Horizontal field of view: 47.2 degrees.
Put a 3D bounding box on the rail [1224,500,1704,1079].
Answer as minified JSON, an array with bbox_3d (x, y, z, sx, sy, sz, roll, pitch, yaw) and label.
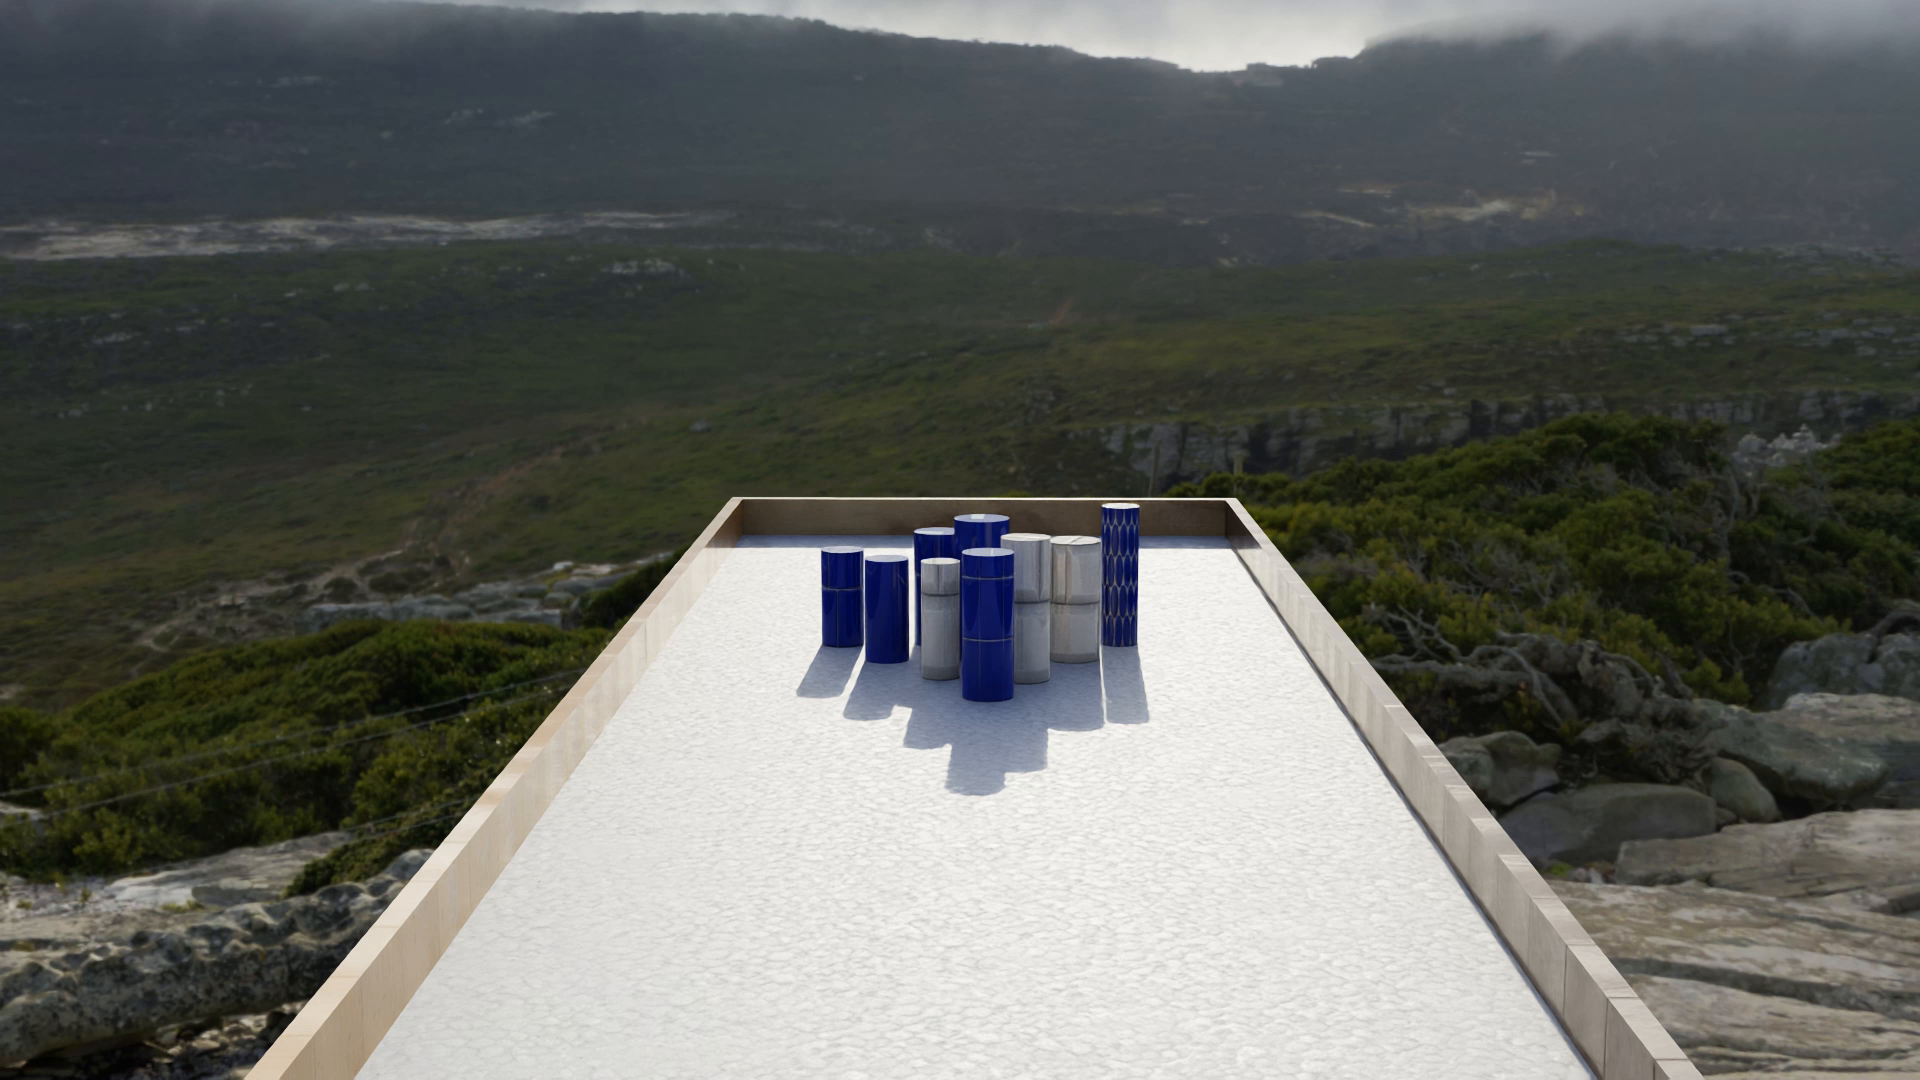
[{"bbox_3d":[1.046,0.843,3.208,0.050,0.150,12.000,0,9,1],"label":"rail"}]

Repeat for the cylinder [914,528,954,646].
[{"bbox_3d":[-0.066,0.148,6.934,0.158,0.357,0.158,0,9,0],"label":"cylinder"}]

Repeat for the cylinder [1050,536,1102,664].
[{"bbox_3d":[0.345,0.181,6.701,0.167,0.366,0.167,0,9,0],"label":"cylinder"}]

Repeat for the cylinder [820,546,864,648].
[{"bbox_3d":[-0.369,0.178,6.923,0.136,0.301,0.136,0,9,0],"label":"cylinder"}]

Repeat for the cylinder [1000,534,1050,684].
[{"bbox_3d":[0.190,0.199,6.406,0.146,0.421,0.146,0,9,0],"label":"cylinder"}]

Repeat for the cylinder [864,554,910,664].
[{"bbox_3d":[-0.222,0.209,6.689,0.136,0.313,0.136,0,9,0],"label":"cylinder"}]

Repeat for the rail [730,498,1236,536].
[{"bbox_3d":[0.099,-0.098,9.147,2.100,0.150,0.050,0,9,1],"label":"rail"}]

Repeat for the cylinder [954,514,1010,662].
[{"bbox_3d":[0.066,0.147,6.703,0.169,0.432,0.169,0,9,0],"label":"cylinder"}]

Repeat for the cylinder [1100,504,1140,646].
[{"bbox_3d":[0.502,0.110,6.918,0.119,0.438,0.119,0,9,0],"label":"cylinder"}]

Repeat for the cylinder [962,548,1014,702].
[{"bbox_3d":[0.078,0.238,6.185,0.147,0.414,0.147,0,9,0],"label":"cylinder"}]

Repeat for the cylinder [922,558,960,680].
[{"bbox_3d":[-0.057,0.232,6.445,0.114,0.345,0.114,0,9,0],"label":"cylinder"}]

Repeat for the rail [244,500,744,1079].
[{"bbox_3d":[-1.004,0.839,3.234,0.050,0.150,12.000,0,9,1],"label":"rail"}]
